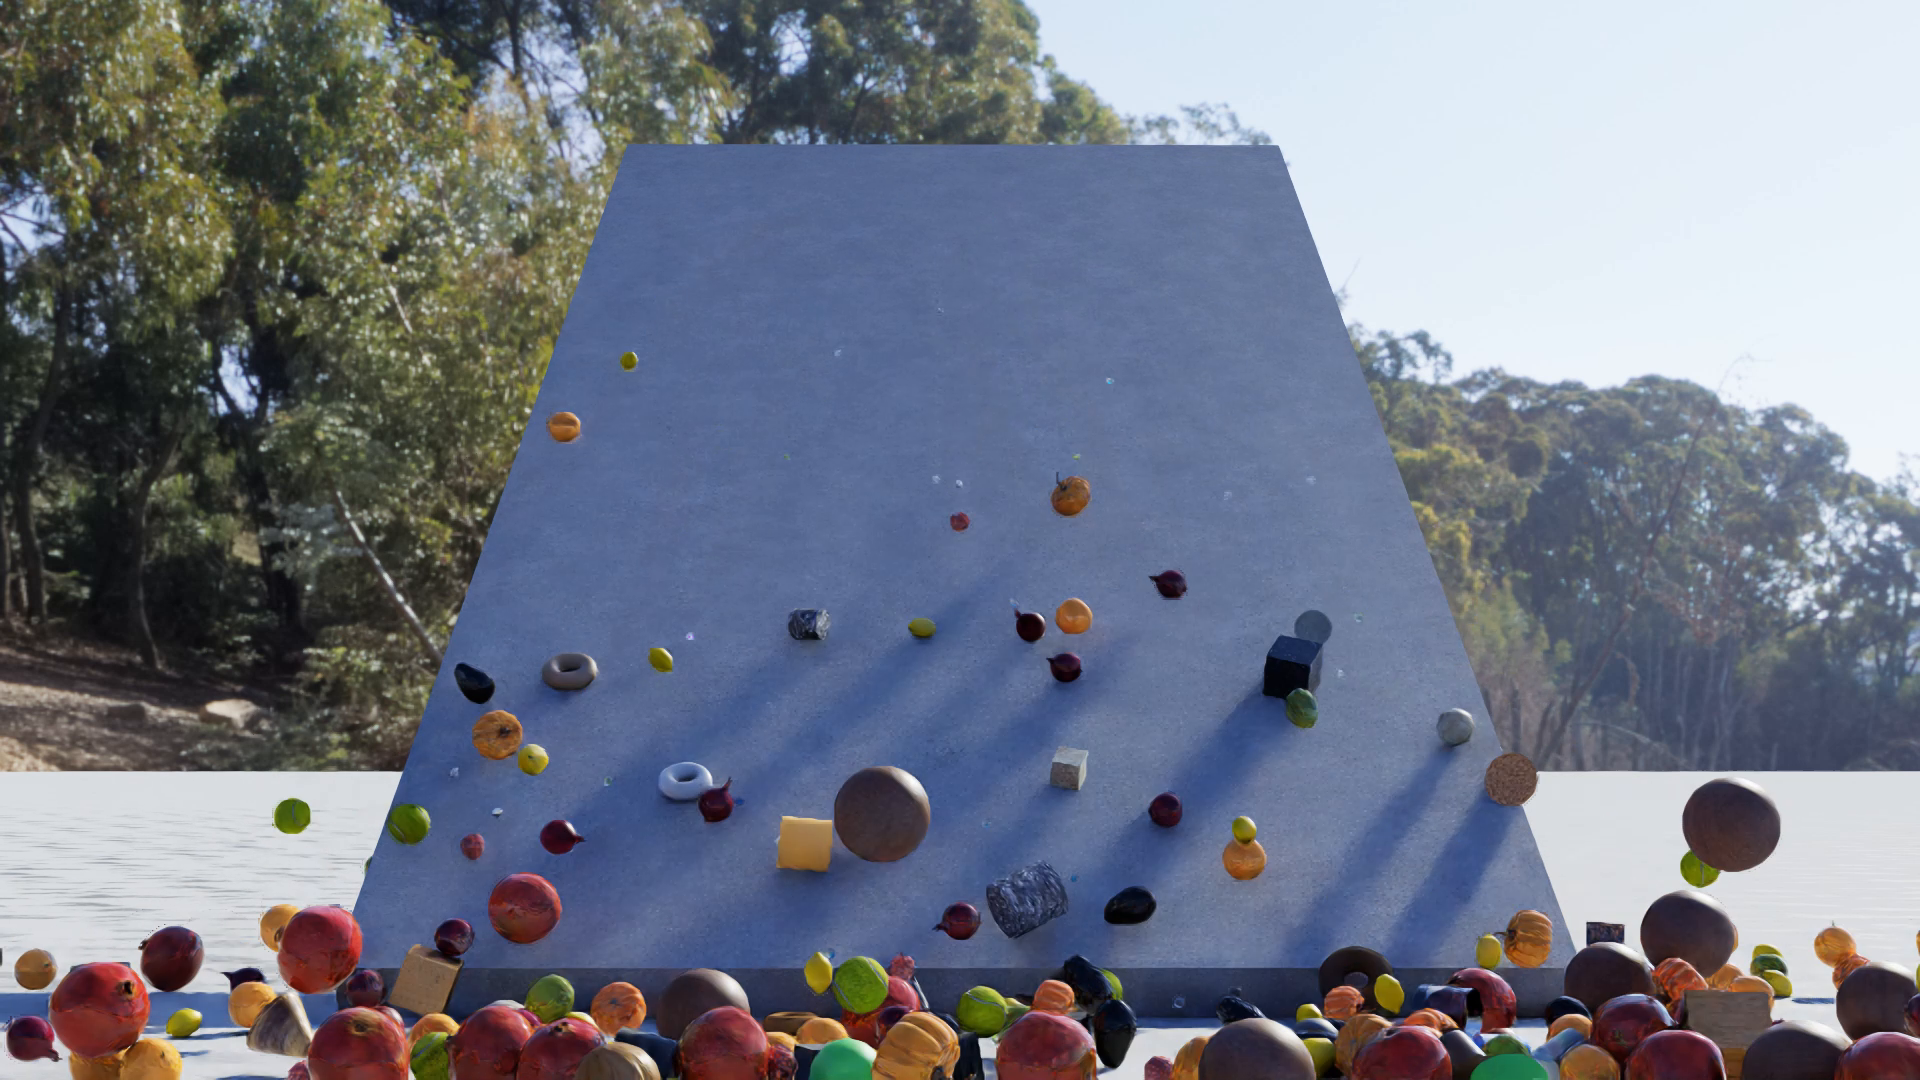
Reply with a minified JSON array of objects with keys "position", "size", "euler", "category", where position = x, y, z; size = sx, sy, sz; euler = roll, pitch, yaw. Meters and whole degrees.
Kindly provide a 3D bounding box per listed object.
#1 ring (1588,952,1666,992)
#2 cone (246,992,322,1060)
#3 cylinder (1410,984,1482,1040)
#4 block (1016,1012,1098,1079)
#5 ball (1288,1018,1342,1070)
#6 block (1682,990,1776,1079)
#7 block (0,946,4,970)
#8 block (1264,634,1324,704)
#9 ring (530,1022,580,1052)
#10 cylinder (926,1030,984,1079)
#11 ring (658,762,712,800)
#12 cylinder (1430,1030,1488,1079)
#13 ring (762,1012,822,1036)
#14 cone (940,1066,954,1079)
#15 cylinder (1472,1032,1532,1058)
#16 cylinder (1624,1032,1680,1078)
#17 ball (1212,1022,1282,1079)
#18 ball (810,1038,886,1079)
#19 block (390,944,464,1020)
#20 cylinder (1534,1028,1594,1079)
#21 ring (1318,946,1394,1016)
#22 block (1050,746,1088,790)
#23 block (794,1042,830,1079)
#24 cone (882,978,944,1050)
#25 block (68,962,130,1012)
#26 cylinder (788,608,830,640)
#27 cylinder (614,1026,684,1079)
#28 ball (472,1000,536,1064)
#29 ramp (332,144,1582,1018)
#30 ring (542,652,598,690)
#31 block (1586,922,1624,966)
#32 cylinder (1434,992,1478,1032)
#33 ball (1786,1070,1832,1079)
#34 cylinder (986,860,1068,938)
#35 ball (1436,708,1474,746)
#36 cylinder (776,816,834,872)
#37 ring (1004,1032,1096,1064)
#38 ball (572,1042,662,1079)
[{"position":[1.216,0.786,4.360],"size":[0.137,0.046,0.137],"euler":[-8,7,1],"category":"ring"},{"position":[-0.873,0.662,3.158],"size":[0.093,0.093,0.093],"euler":[31,7,22],"category":"cone"},{"position":[0.675,0.657,3.316],"size":[0.076,0.076,0.076],"euler":[-1,-5,33],"category":"cylinder"},{"position":[0.121,0.640,2.980],"size":[0.085,0.085,0.085],"euler":[-9,-5,-3],"category":"block"},{"position":[0.475,0.675,3.202],"size":[0.070,0.070,0.070],"euler":[0,-5,0],"category":"ball"},{"position":[0.927,0.613,2.886],"size":[0.095,0.095,0.095],"euler":[-1,34,12],"category":"block"},{"position":[-1.762,0.760,4.312],"size":[0.053,0.053,0.053],"euler":[9,-12,-34],"category":"block"},{"position":[0.634,0.246,4.552],"size":[0.086,0.086,0.086],"euler":[12,31,21],"category":"block"},{"position":[-0.600,0.716,3.446],"size":[0.104,0.035,0.104],"euler":[-4,-6,0],"category":"ring"},{"position":[-0.006,0.654,3.003],"size":[0.065,0.065,0.065],"euler":[-9,-5,-3],"category":"cylinder"},{"position":[-0.490,0.430,4.262],"size":[0.097,0.032,0.097],"euler":[0,27,0],"category":"ring"},{"position":[0.623,0.649,2.969],"size":[0.057,0.057,0.057],"euler":[2,19,-19],"category":"cylinder"},{"position":[-0.255,0.736,3.639],"size":[0.089,0.030,0.089],"euler":[-1,-4,0],"category":"ring"},{"position":[-0.014,0.604,2.626],"size":[0.054,0.054,0.054],"euler":[1,-30,0],"category":"cone"},{"position":[0.690,0.663,3.058],"size":[0.060,0.060,0.060],"euler":[6,-6,-8],"category":"cylinder"},{"position":[0.910,0.678,3.146],"size":[0.052,0.052,0.052],"euler":[2,-4,-19],"category":"cylinder"},{"position":[0.361,0.649,3.008],"size":[0.085,0.085,0.085],"euler":[0,-5,0],"category":"ball"},{"position":[-0.132,0.627,2.790],"size":[0.089,0.089,0.089],"euler":[0,-5,0],"category":"ball"},{"position":[-0.813,0.674,3.650],"size":[0.080,0.080,0.080],"euler":[20,-1,-4],"category":"block"},{"position":[0.767,0.655,3.038],"size":[0.052,0.052,0.052],"euler":[-27,4,-18],"category":"cylinder"},{"position":[0.622,0.692,3.753],"size":[0.120,0.120,0.040],"euler":[-1,-43,12],"category":"ring"},{"position":[0.196,0.409,4.284],"size":[0.052,0.052,0.052],"euler":[9,30,16],"category":"block"},{"position":[-0.164,0.655,2.950],"size":[0.062,0.062,0.062],"euler":[2,-6,-23],"category":"block"},{"position":[-0.065,0.689,3.491],"size":[0.097,0.097,0.097],"euler":[0,-5,0],"category":"cone"},{"position":[-1.441,0.748,4.004],"size":[0.073,0.073,0.073],"euler":[-1,-5,1],"category":"block"},{"position":[-0.297,0.166,4.707],"size":[0.061,0.061,0.061],"euler":[1,-5,22],"category":"cylinder"},{"position":[-0.381,0.633,2.884],"size":[0.075,0.075,0.075],"euler":[14,-4,6],"category":"cylinder"},{"position":[-0.624,0.673,3.274],"size":[0.086,0.086,0.086],"euler":[0,-5,0],"category":"ball"},{"position":[-0.012,-0.221,5.609],"size":[2.000,0.100,4.000],"euler":[0,28,0],"category":"ramp"},{"position":[-0.749,0.252,4.587],"size":[0.107,0.036,0.107],"euler":[0,30,0],"category":"ring"},{"position":[1.159,0.726,4.292],"size":[0.064,0.064,0.064],"euler":[-1,-22,15],"category":"block"},{"position":[0.747,0.712,3.604],"size":[0.053,0.053,0.053],"euler":[4,-3,27],"category":"cylinder"},{"position":[0.955,0.628,2.685],"size":[0.066,0.066,0.066],"euler":[0,-5,0],"category":"ball"},{"position":[0.109,0.583,3.882],"size":[0.096,0.096,0.096],"euler":[-22,4,-24],"category":"cylinder"},{"position":[0.910,0.343,4.394],"size":[0.067,0.067,0.067],"euler":[0,-5,0],"category":"ball"},{"position":[-0.262,0.513,4.036],"size":[0.087,0.087,0.087],"euler":[6,-6,-4],"category":"cylinder"},{"position":[0.124,0.697,3.277],"size":[0.126,0.042,0.126],"euler":[1,-6,0],"category":"ring"},{"position":[-0.381,0.608,2.654],"size":[0.100,0.100,0.100],"euler":[0,-5,0],"category":"ball"}]
